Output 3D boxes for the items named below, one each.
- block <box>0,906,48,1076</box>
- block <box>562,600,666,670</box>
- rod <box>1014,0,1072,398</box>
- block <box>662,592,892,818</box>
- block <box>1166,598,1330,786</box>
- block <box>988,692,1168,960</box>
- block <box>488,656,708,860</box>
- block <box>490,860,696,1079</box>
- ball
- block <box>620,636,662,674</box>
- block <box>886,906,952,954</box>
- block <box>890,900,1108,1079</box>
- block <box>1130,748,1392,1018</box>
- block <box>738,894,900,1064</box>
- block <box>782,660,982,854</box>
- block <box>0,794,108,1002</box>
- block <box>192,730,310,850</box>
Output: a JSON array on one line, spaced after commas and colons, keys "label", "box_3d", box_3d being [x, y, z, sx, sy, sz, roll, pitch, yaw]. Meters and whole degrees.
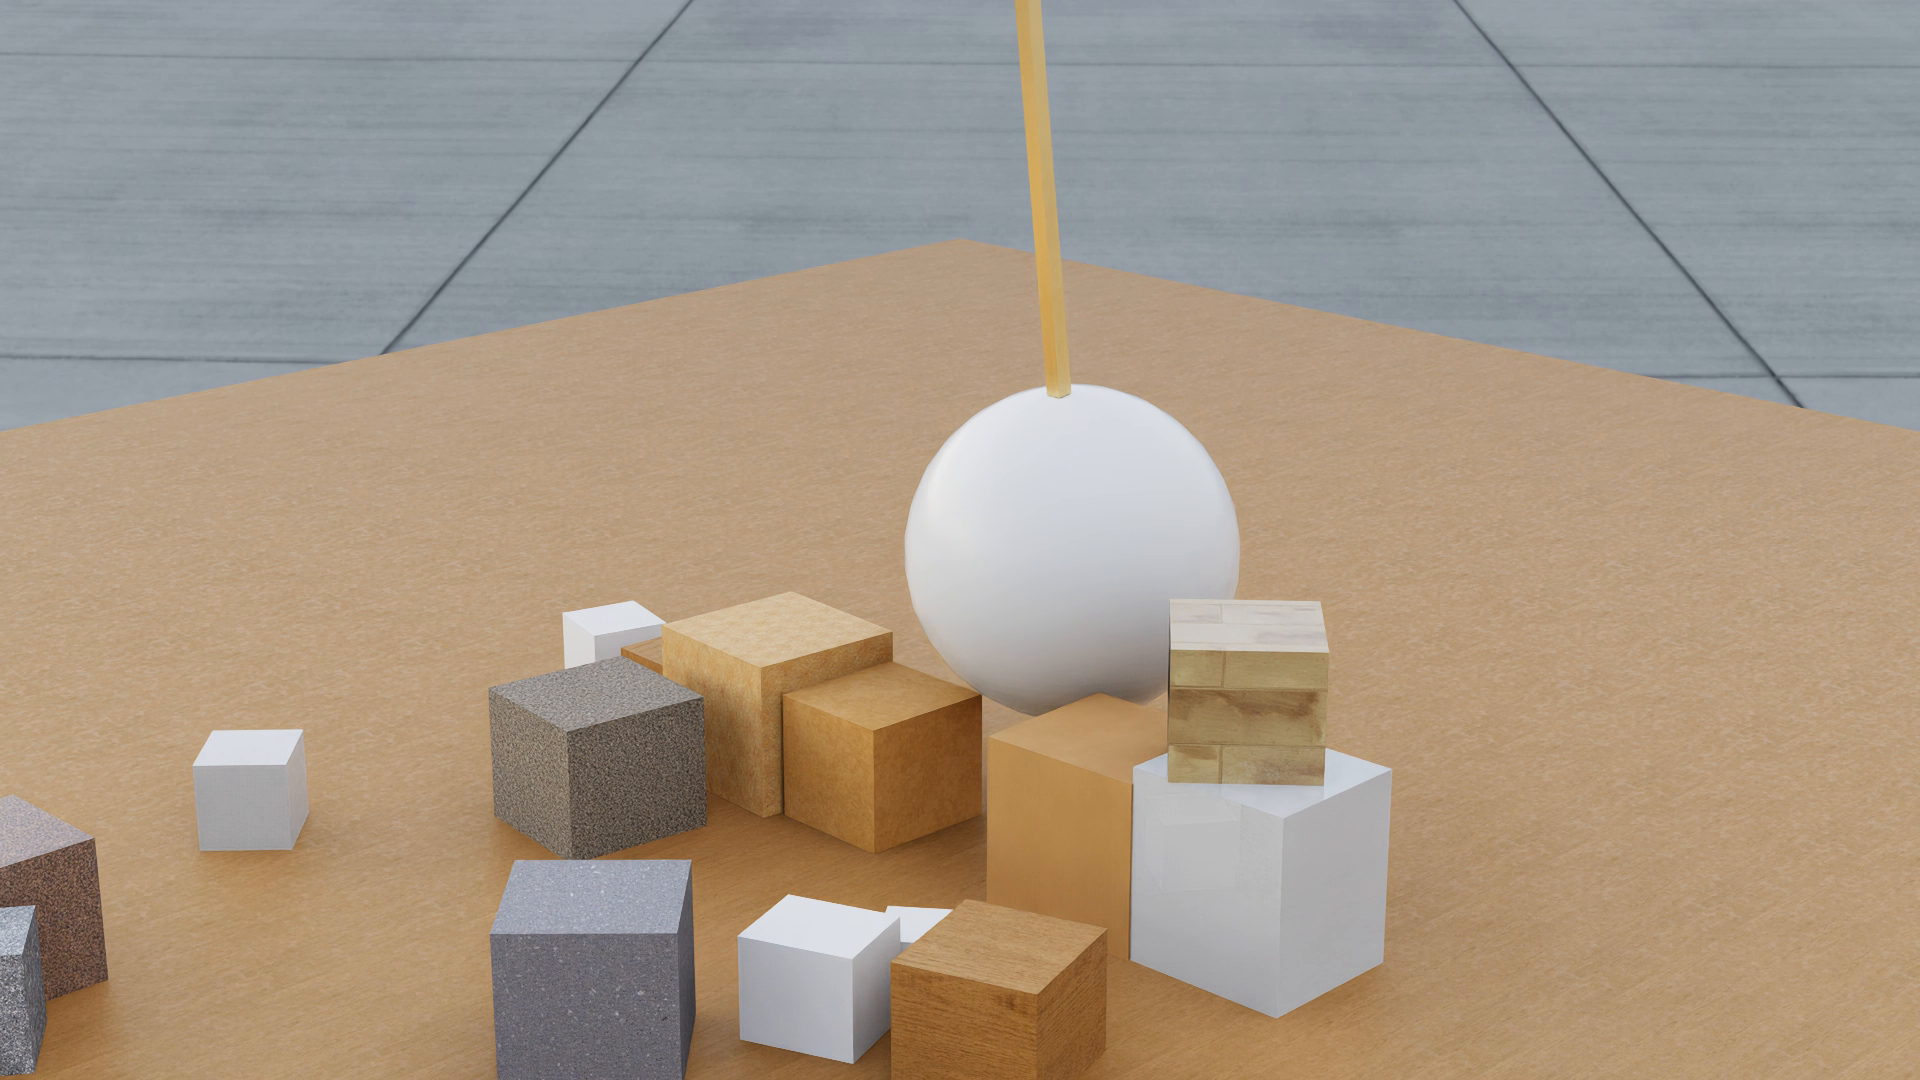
[{"label": "block", "box_3d": [-3.950, 1.811, 11.717, 0.488, 0.518, 0.464, -3, 18, -10]}, {"label": "block", "box_3d": [-1.834, 0.624, 15.618, 0.413, 0.444, 0.424, -10, 20, -29]}, {"label": "rod", "box_3d": [0.230, -3.070, 12.618, 0.080, 5.200, 0.080, 17, 31, 42]}, {"label": "block", "box_3d": [-0.901, 0.799, 14.525, 0.808, 0.767, 0.814, -14, 22, -38]}, {"label": "block", "box_3d": [1.205, 0.635, 12.374, 0.645, 0.586, 0.653, 1, 17, 3]}, {"label": "block", "box_3d": [0.679, 1.251, 13.004, 0.820, 0.815, 0.756, 16, 23, 40]}, {"label": "block", "box_3d": [-1.724, 1.033, 13.961, 0.743, 0.658, 0.728, -13, 22, -36]}, {"label": "block", "box_3d": [-1.448, 1.733, 11.689, 0.718, 0.685, 0.702, 0, 17, 0]}, {"label": "ball", "box_3d": [0.532, 0.057, 13.917, 1.600, 1.600, 1.600, 0, 17, 0]}, {"label": "block", "box_3d": [-1.351, 0.781, 15.051, 0.566, 0.484, 0.515, -15, 23, -39]}, {"label": "block", "box_3d": [-0.155, 1.755, 12.213, 0.345, 0.328, 0.340, 2, 18, 7]}, {"label": "block", "box_3d": [0.158, 1.845, 11.577, 0.627, 0.538, 0.656, 9, 19, 25]}, {"label": "block", "box_3d": [1.272, 1.383, 12.457, 0.799, 0.891, 0.737, 16, 24, 42]}, {"label": "block", "box_3d": [-0.568, 1.779, 11.918, 0.513, 0.459, 0.441, 8, 19, 23]}, {"label": "block", "box_3d": [-0.369, 1.029, 14.042, 0.697, 0.616, 0.645, -16, 23, -41]}, {"label": "block", "box_3d": [-4.036, 1.538, 12.366, 0.678, 0.650, 0.532, 16, 24, 42]}, {"label": "block", "box_3d": [-3.350, 1.181, 13.874, 0.430, 0.428, 0.451, -1, 17, -2]}]
